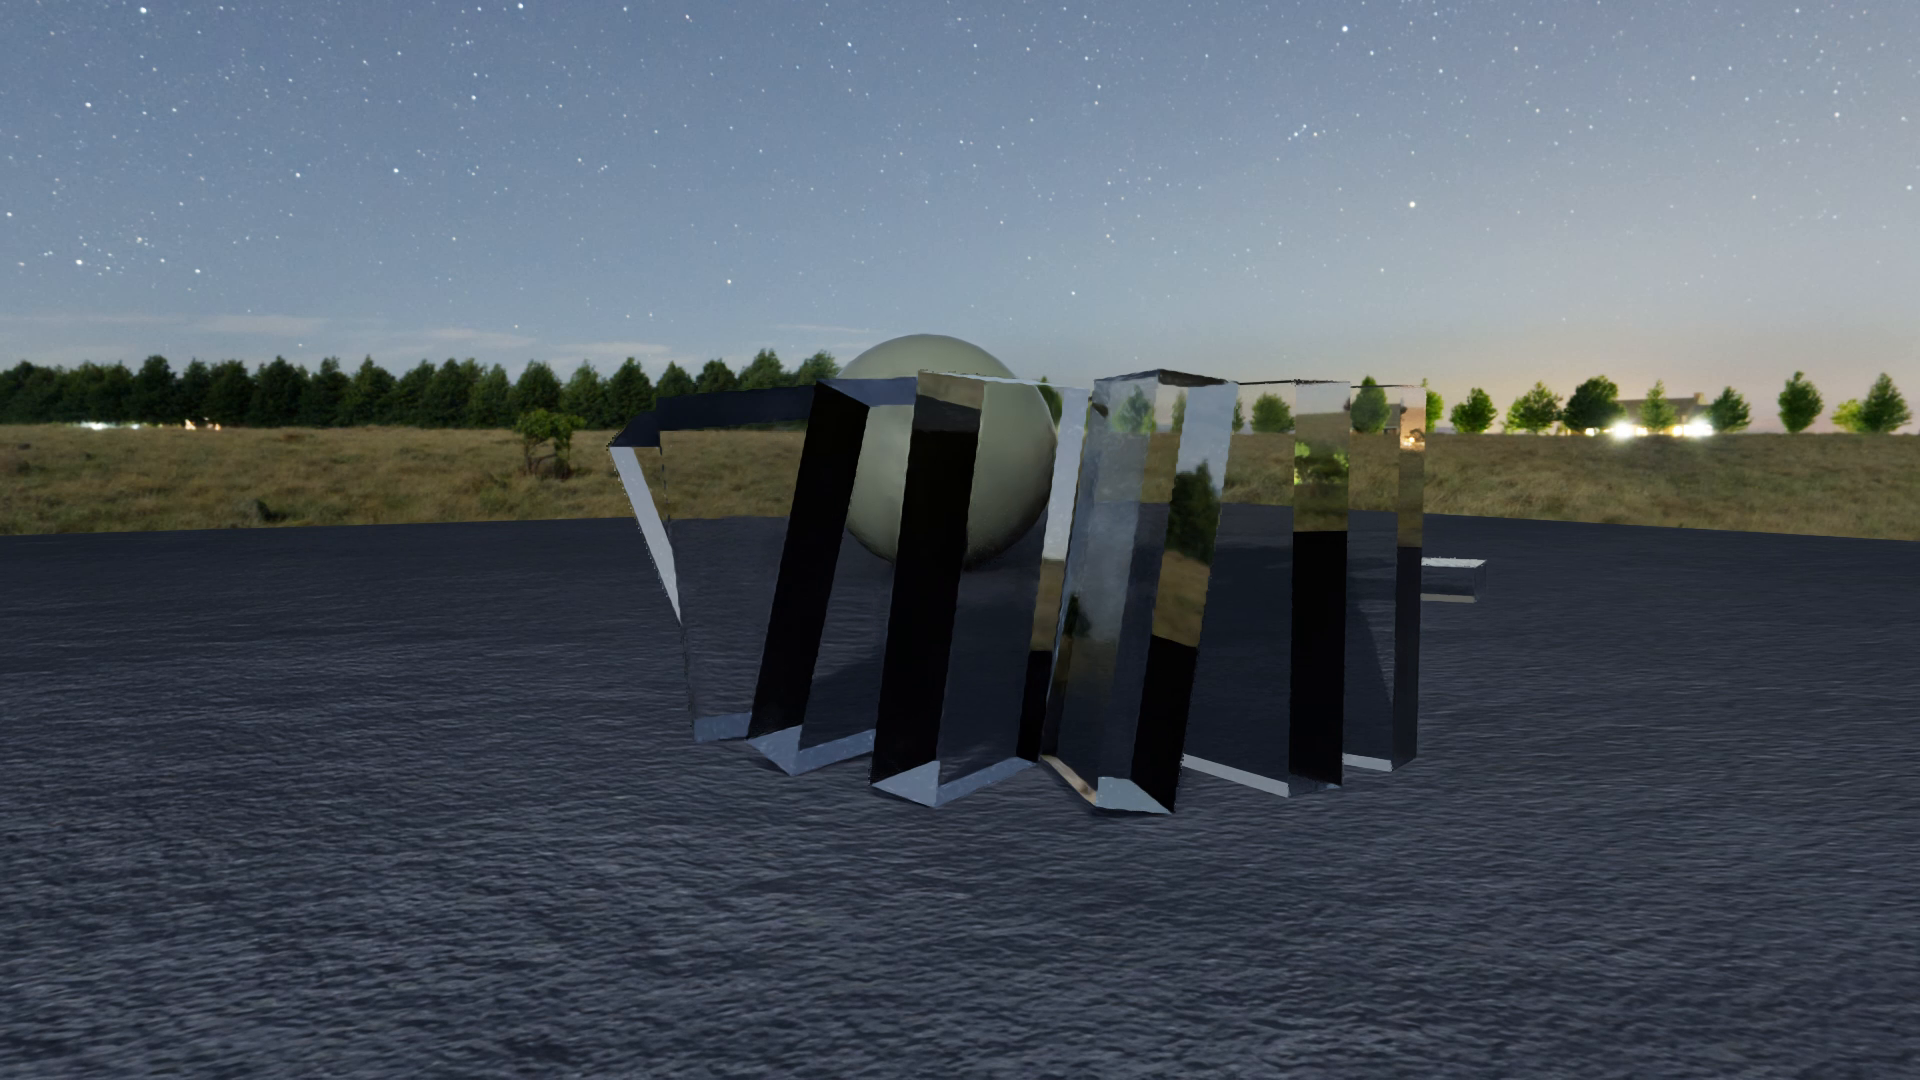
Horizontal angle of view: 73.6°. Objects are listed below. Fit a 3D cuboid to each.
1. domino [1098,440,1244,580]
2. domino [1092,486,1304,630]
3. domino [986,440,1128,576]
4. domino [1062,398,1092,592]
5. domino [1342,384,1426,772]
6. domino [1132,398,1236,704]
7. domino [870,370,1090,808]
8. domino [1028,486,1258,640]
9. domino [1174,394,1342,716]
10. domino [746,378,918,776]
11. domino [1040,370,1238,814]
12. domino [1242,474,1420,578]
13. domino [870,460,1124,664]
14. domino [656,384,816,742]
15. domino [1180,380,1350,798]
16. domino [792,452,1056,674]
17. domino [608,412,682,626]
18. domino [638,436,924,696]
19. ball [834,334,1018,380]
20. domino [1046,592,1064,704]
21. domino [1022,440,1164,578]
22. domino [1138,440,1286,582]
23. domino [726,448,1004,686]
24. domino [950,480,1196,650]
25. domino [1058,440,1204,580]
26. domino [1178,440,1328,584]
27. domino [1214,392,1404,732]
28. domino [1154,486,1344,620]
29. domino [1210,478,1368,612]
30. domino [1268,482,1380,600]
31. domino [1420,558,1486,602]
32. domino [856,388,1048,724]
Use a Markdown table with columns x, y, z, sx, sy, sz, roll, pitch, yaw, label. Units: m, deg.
| x | y | z | sx | sy | sz | roll | pitch | yaw | label |
| --- | --- | --- | --- | --- | --- | --- | --- | --- | --- |
| 0.066 | -0.009 | 0.402 | 0.009 | 0.050 | 0.025 | 45 | 19 | 14 | domino |
| 0.054 | 0.004 | 0.286 | 0.025 | 0.009 | 0.050 | 4 | -25 | 42 | domino |
| 0.032 | -0.011 | 0.418 | 0.009 | 0.050 | 0.025 | 45 | 19 | 14 | domino |
| 0.022 | 0.001 | 0.222 | 0.010 | 0.050 | 0.025 | -1 | 4 | -9 | domino |
| 0.049 | 0.004 | 0.176 | 0.025 | 0.050 | 0.010 | 3 | 5 | 38 | domino |
| 0.039 | 0.001 | 0.222 | 0.009 | 0.050 | 0.025 | 2 | 5 | 29 | domino |
| 0.003 | 0.005 | 0.159 | 0.009 | 0.050 | 0.025 | 13 | 10 | 31 | domino |
| 0.040 | 0.005 | 0.273 | 0.025 | 0.009 | 0.050 | 4 | -24 | 45 | domino |
| 0.048 | 0.002 | 0.208 | 0.025 | 0.050 | 0.010 | -2 | 5 | -24 | domino |
| -0.011 | 0.004 | 0.168 | 0.009 | 0.050 | 0.025 | 29 | 25 | 36 | domino |
| 0.021 | 0.005 | 0.158 | 0.010 | 0.050 | 0.025 | 8 | 3 | -11 | domino |
| 0.110 | -0.004 | 0.386 | 0.050 | 0.010 | 0.025 | -23 | -12 | 7 | domino |
| 0.008 | 0.005 | 0.245 | 0.025 | 0.009 | 0.050 | 4 | -34 | 45 | domino |
| -0.026 | 0.004 | 0.176 | 0.025 | 0.050 | 0.009 | -6 | 33 | -12 | domino |
| 0.037 | 0.005 | 0.166 | 0.010 | 0.050 | 0.025 | -3 | 5 | -33 | domino |
| -0.006 | 0.004 | 0.234 | 0.025 | 0.009 | 0.050 | 4 | -37 | 45 | domino |
| -0.031 | 0.004 | 0.193 | 0.025 | 0.050 | 0.010 | 1 | 37 | 19 | domino |
| -0.029 | 0.005 | 0.213 | 0.025 | 0.050 | 0.009 | 4 | 47 | 41 | domino |
| -0.011 | -0.031 | 0.442 | 0.080 | 0.080 | 0.080 | 0 | 4 | 0 | ball |
| 0.003 | 0.003 | 0.201 | 0.025 | 0.050 | 0.010 | 1 | 32 | 12 | domino |
| 0.043 | -0.010 | 0.412 | 0.010 | 0.050 | 0.025 | 45 | 19 | 14 | domino |
| 0.078 | -0.009 | 0.397 | 0.009 | 0.050 | 0.025 | 45 | 19 | 14 | domino |
| -0.016 | 0.005 | 0.223 | 0.025 | 0.009 | 0.050 | 4 | -39 | 45 | domino |
| 0.024 | 0.005 | 0.259 | 0.025 | 0.009 | 0.050 | 4 | -28 | 46 | domino |
| 0.054 | -0.010 | 0.406 | 0.009 | 0.050 | 0.025 | 45 | 18 | 14 | domino |
| 0.090 | -0.009 | 0.392 | 0.009 | 0.050 | 0.025 | 45 | 19 | 14 | domino |
| 0.053 | 0.003 | 0.194 | 0.025 | 0.050 | 0.009 | -1 | 4 | -9 | domino |
| 0.069 | 0.003 | 0.301 | 0.025 | 0.009 | 0.050 | 3 | -24 | 38 | domino |
| 0.081 | 0.002 | 0.313 | 0.025 | 0.009 | 0.050 | 7 | -22 | 32 | domino |
| 0.095 | 0.001 | 0.333 | 0.025 | 0.009 | 0.050 | 5 | -22 | 18 | domino |
| 0.122 | 0.010 | 0.366 | 0.050 | 0.009 | 0.025 | 2 | 5 | 29 | domino |
| 0.000 | 0.003 | 0.189 | 0.025 | 0.050 | 0.010 | 4 | 29 | 11 | domino |
